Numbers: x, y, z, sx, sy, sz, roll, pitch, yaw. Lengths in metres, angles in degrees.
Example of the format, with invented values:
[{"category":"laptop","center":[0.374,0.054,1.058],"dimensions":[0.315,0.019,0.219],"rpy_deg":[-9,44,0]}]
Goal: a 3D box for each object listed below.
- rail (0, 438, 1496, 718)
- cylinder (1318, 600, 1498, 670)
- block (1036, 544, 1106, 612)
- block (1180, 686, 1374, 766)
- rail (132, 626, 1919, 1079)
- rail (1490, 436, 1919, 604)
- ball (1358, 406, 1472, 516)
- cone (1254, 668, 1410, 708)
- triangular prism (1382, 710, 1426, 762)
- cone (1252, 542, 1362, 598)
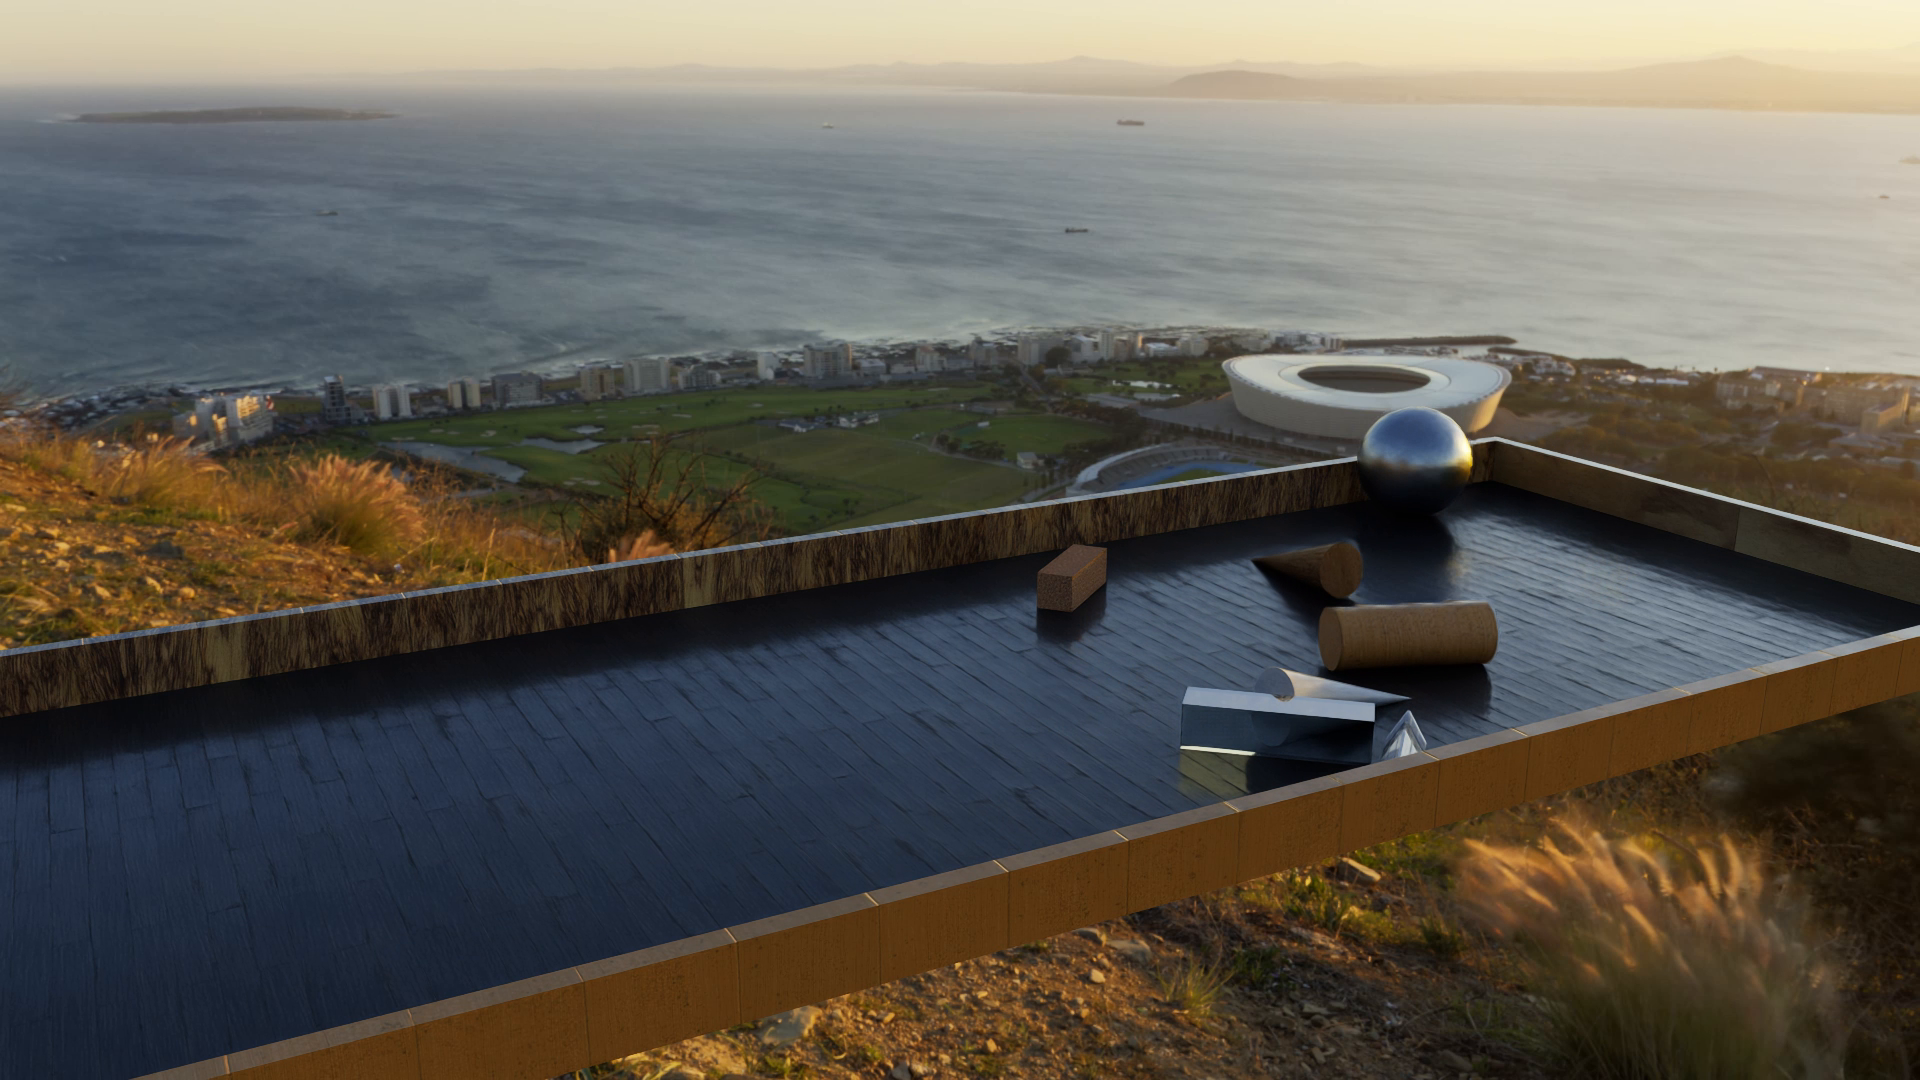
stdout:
[{"category":"rail","center":[-3.305,0.497,3.399],"dimensions":[12.000,0.150,0.050],"rpy_deg":[-9,18,-27]},{"category":"cylinder","center":[1.148,0.244,4.237],"dimensions":[0.414,0.163,0.163],"rpy_deg":[-2,17,-8]},{"category":"block","center":[0.328,0.108,4.799],"dimensions":[0.105,0.105,0.306],"rpy_deg":[7,18,22]},{"category":"block","center":[0.718,0.421,3.731],"dimensions":[0.421,0.109,0.109],"rpy_deg":[4,17,14]},{"category":"rail","center":[-2.336,1.006,1.665],"dimensions":[12.000,0.150,0.050],"rpy_deg":[-9,18,-27]},{"category":"rail","center":[2.466,-0.048,5.253],"dimensions":[0.050,0.150,2.100],"rpy_deg":[-9,18,-27]},{"category":"ball","center":[1.542,-0.267,5.598],"dimensions":[0.374,0.374,0.374],"rpy_deg":[0,16,0]},{"category":"cone","center":[0.919,0.379,3.935],"dimensions":[0.428,0.149,0.149],"rpy_deg":[3,13,-28]},{"category":"triangular prism","center":[0.960,0.477,3.591],"dimensions":[0.088,0.076,0.393],"rpy_deg":[5,17,18]},{"category":"cone","center":[1.005,0.075,4.957],"dimensions":[0.162,0.162,0.422],"rpy_deg":[-9,8,-27]}]
